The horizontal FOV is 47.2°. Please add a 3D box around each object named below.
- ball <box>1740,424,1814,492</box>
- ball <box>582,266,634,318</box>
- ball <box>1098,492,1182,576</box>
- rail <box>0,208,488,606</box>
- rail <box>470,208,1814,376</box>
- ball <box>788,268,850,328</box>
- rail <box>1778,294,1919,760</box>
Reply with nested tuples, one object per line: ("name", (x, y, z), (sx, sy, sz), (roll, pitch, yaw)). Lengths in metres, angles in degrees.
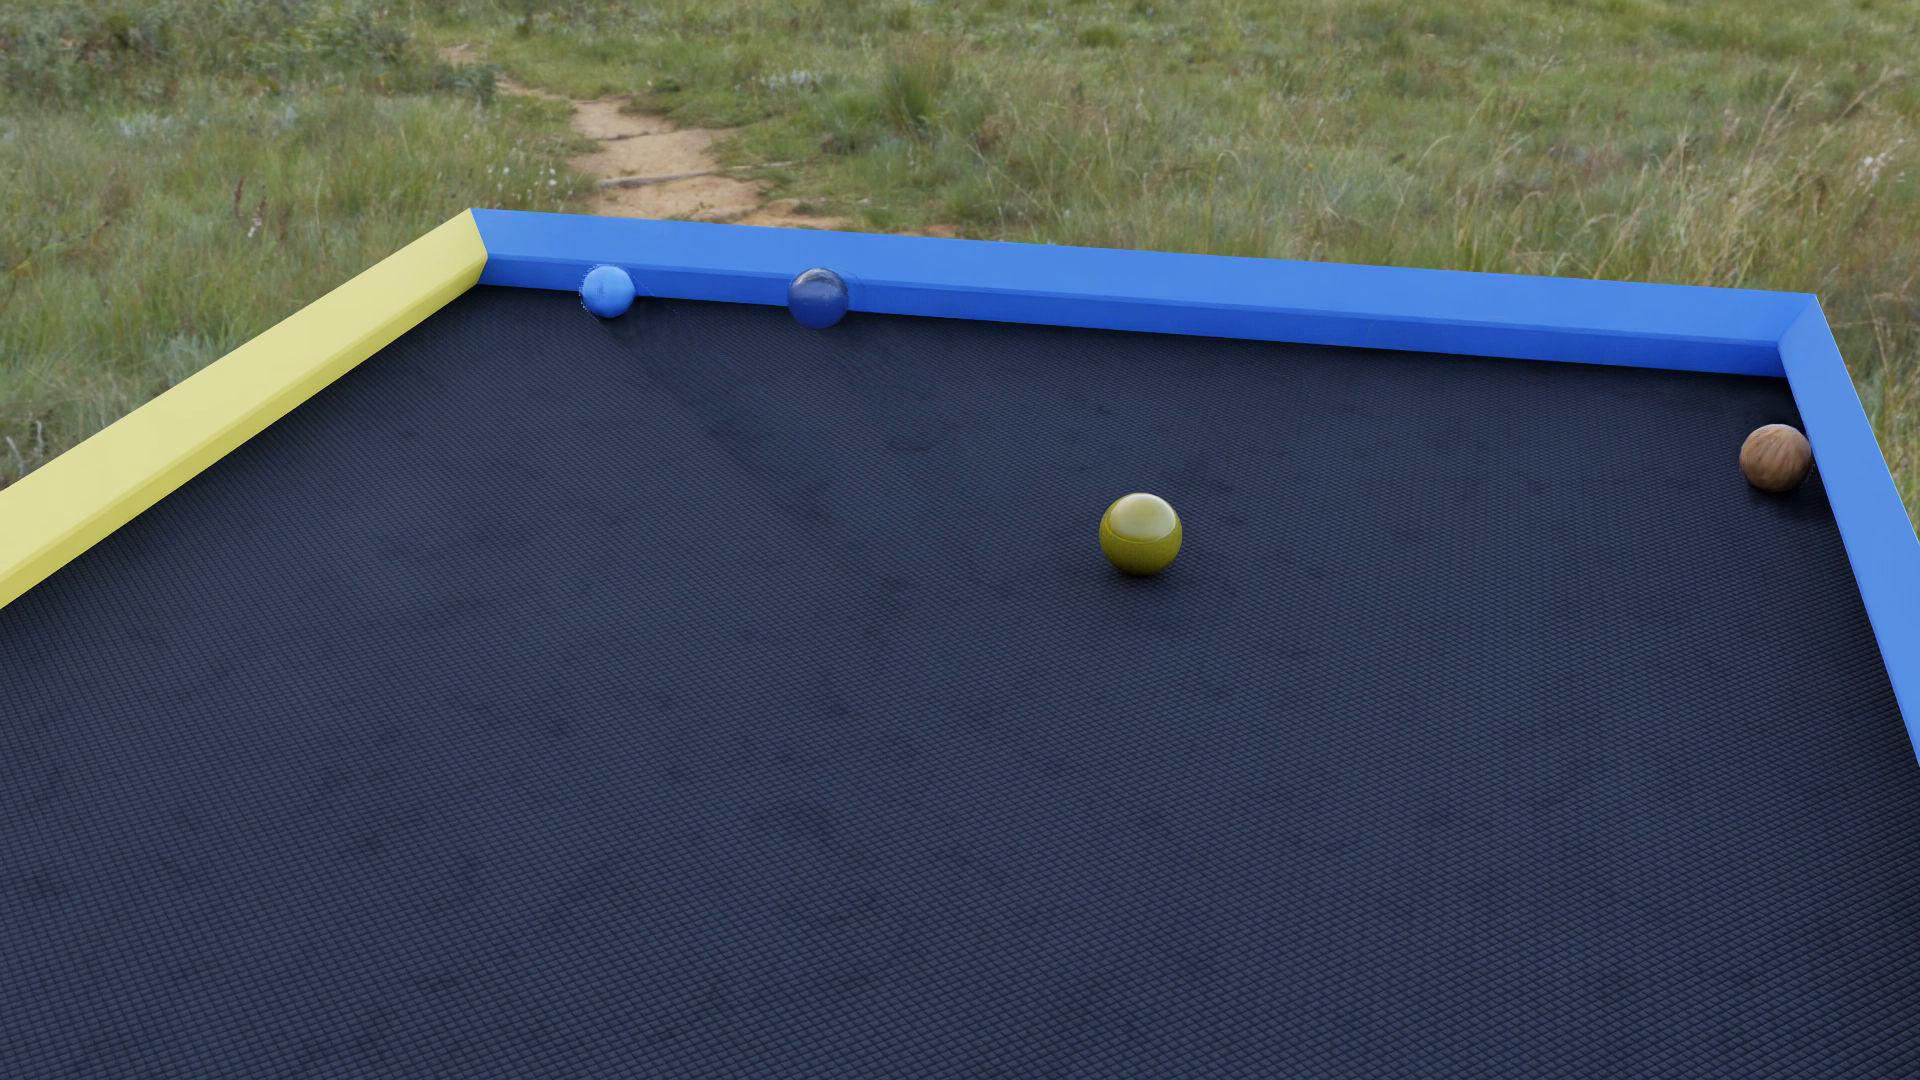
("ball", (0.976, -0.098, 2.630), (0.082, 0.082, 0.082), (0, 24, 0))
("ball", (-0.520, -0.367, 3.250), (0.077, 0.077, 0.077), (0, 24, 0))
("ball", (0.198, -0.006, 2.409), (0.092, 0.092, 0.092), (0, 24, 0))
("rail", (-1.132, 0.247, 1.795), (0.045, 0.119, 3.574), (5, 24, 12))
("rail", (0.196, -0.357, 3.171), (1.958, 0.119, 0.045), (5, 24, 12))
("ball", (-0.206, -0.352, 3.202), (0.089, 0.089, 0.089), (0, 24, 0))
("rail", (0.730, 0.420, 1.401), (0.045, 0.119, 3.574), (5, 24, 12))
